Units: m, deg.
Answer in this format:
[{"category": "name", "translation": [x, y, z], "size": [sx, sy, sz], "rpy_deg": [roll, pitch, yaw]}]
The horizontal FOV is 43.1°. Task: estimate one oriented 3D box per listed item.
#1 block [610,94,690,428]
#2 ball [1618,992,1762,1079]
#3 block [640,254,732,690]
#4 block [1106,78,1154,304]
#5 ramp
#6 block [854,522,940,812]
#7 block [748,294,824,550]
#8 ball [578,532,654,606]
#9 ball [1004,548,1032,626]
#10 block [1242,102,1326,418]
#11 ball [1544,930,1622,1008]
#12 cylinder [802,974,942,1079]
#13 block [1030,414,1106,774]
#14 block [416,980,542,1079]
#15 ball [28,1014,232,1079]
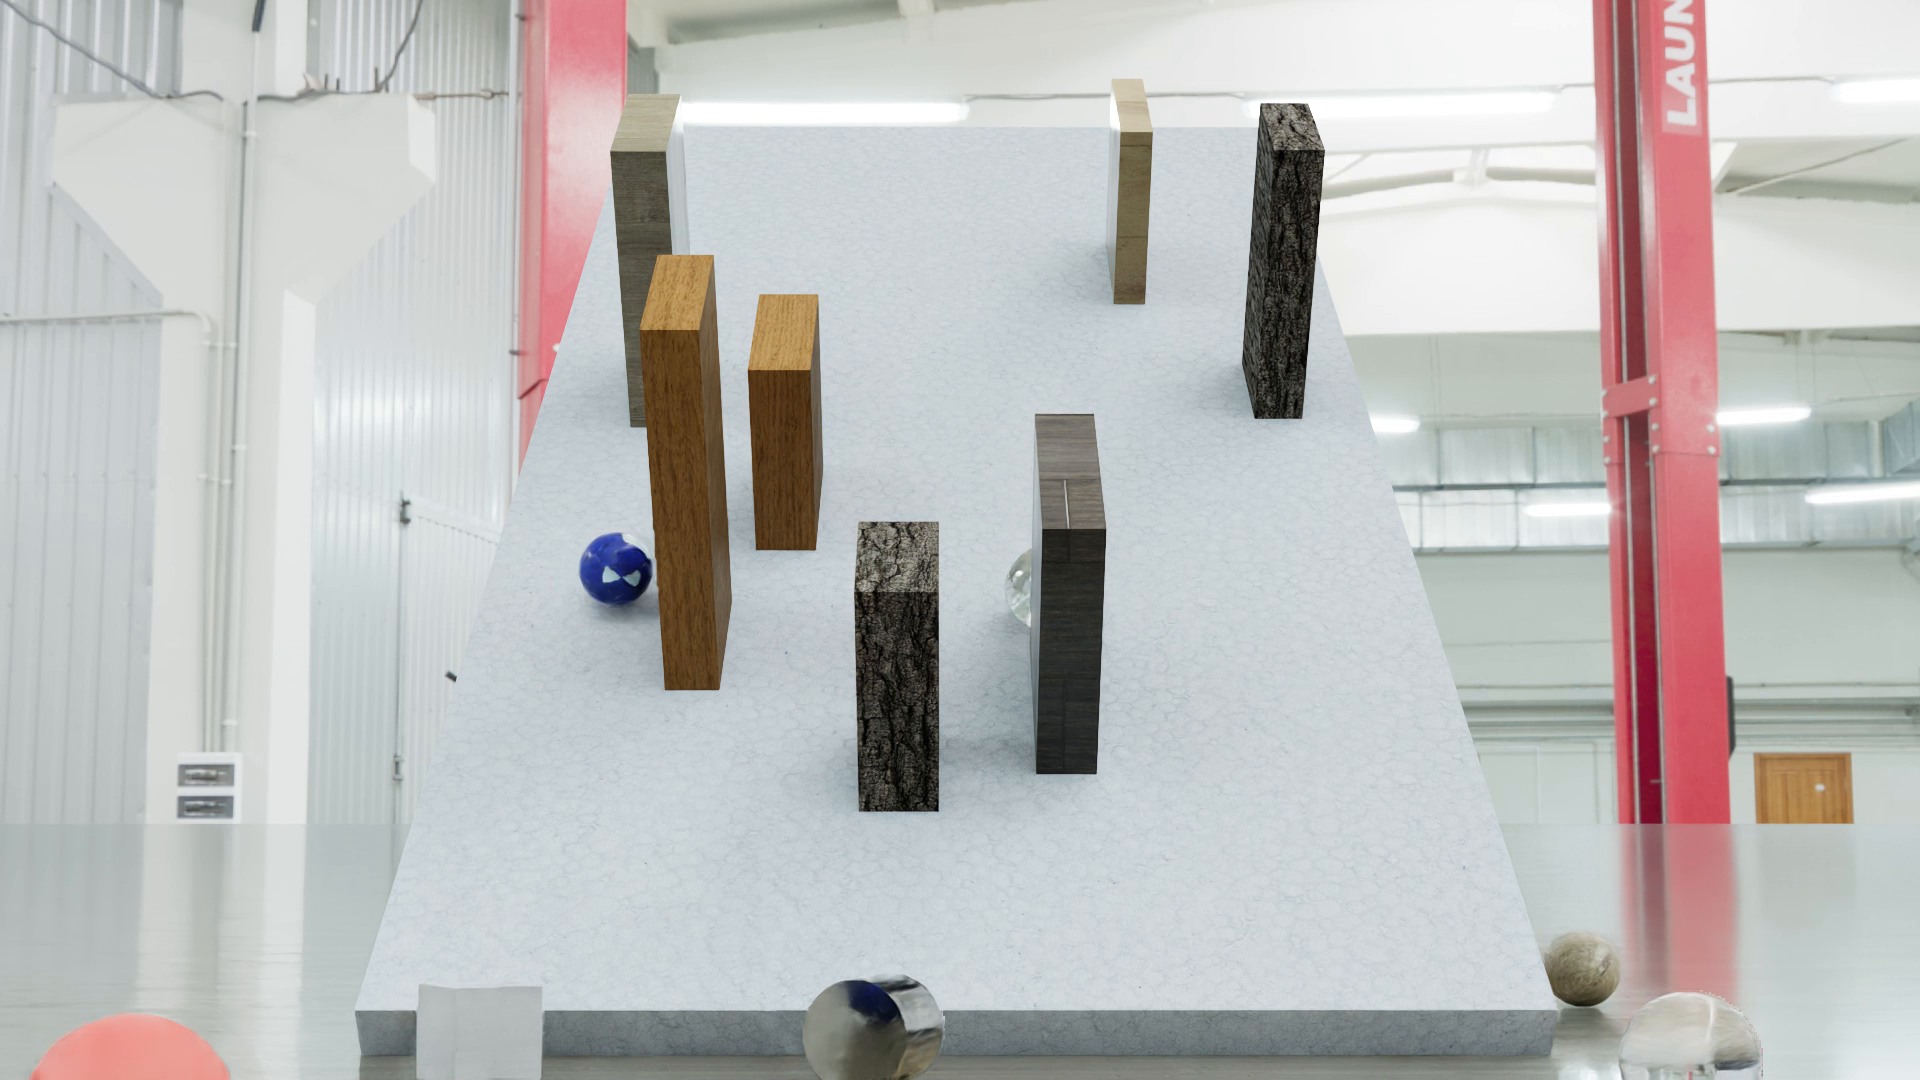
[{"category": "block", "translation": [-0.722, -0.661, 5.761], "size": [0.125, 0.699, 0.361], "rpy_deg": [0, 31, 0]}, {"category": "ball", "translation": [0.932, 0.666, 3.103], "size": [0.176, 0.176, 0.176], "rpy_deg": [0, -7, 0]}, {"category": "block", "translation": [-0.533, -0.127, 4.776], "size": [0.108, 0.795, 0.332], "rpy_deg": [0, 31, 0]}, {"category": "block", "translation": [0.445, -0.923, 6.422], "size": [0.082, 0.480, 0.385], "rpy_deg": [0, 31, 0]}, {"category": "ramp", "translation": [-0.014, -0.202, 5.777], "size": [2.000, 0.100, 4.000], "rpy_deg": [0, 31, 0]}, {"category": "block", "translation": [-0.113, 0.234, 4.480], "size": [0.148, 0.481, 0.243], "rpy_deg": [0, 31, 0]}, {"category": "block", "translation": [-0.380, -0.262, 5.348], "size": [0.131, 0.440, 0.372], "rpy_deg": [0, 31, 0]}, {"category": "ball", "translation": [-0.718, 0.061, 5.062], "size": [0.154, 0.154, 0.154], "rpy_deg": [0, -7, 0]}, {"category": "ball", "translation": [0.179, 0.099, 5.007], "size": [0.175, 0.175, 0.175], "rpy_deg": [0, -7, 0]}, {"category": "block", "translation": [0.765, -0.662, 5.785], "size": [0.115, 0.686, 0.298], "rpy_deg": [0, 31, 0]}, {"category": "ball", "translation": [1.315, 0.906, 5.136], "size": [0.161, 0.161, 0.161], "rpy_deg": [0, -7, 0]}, {"category": "cylinder", "translation": [-0.129, 0.732, 3.619], "size": [0.162, 0.162, 0.162], "rpy_deg": [-2, -7, 18]}, {"category": "block", "translation": [0.202, 0.100, 4.650], "size": [0.115, 0.540, 0.439], "rpy_deg": [0, 31, 0]}, {"category": "block", "translation": [-0.738, 0.754, 3.728], "size": [0.142, 0.142, 0.142], "rpy_deg": [5, -8, -35]}, {"category": "ball", "translation": [-0.817, 0.570, 2.386], "size": [0.205, 0.205, 0.205], "rpy_deg": [0, -7, 0]}]
